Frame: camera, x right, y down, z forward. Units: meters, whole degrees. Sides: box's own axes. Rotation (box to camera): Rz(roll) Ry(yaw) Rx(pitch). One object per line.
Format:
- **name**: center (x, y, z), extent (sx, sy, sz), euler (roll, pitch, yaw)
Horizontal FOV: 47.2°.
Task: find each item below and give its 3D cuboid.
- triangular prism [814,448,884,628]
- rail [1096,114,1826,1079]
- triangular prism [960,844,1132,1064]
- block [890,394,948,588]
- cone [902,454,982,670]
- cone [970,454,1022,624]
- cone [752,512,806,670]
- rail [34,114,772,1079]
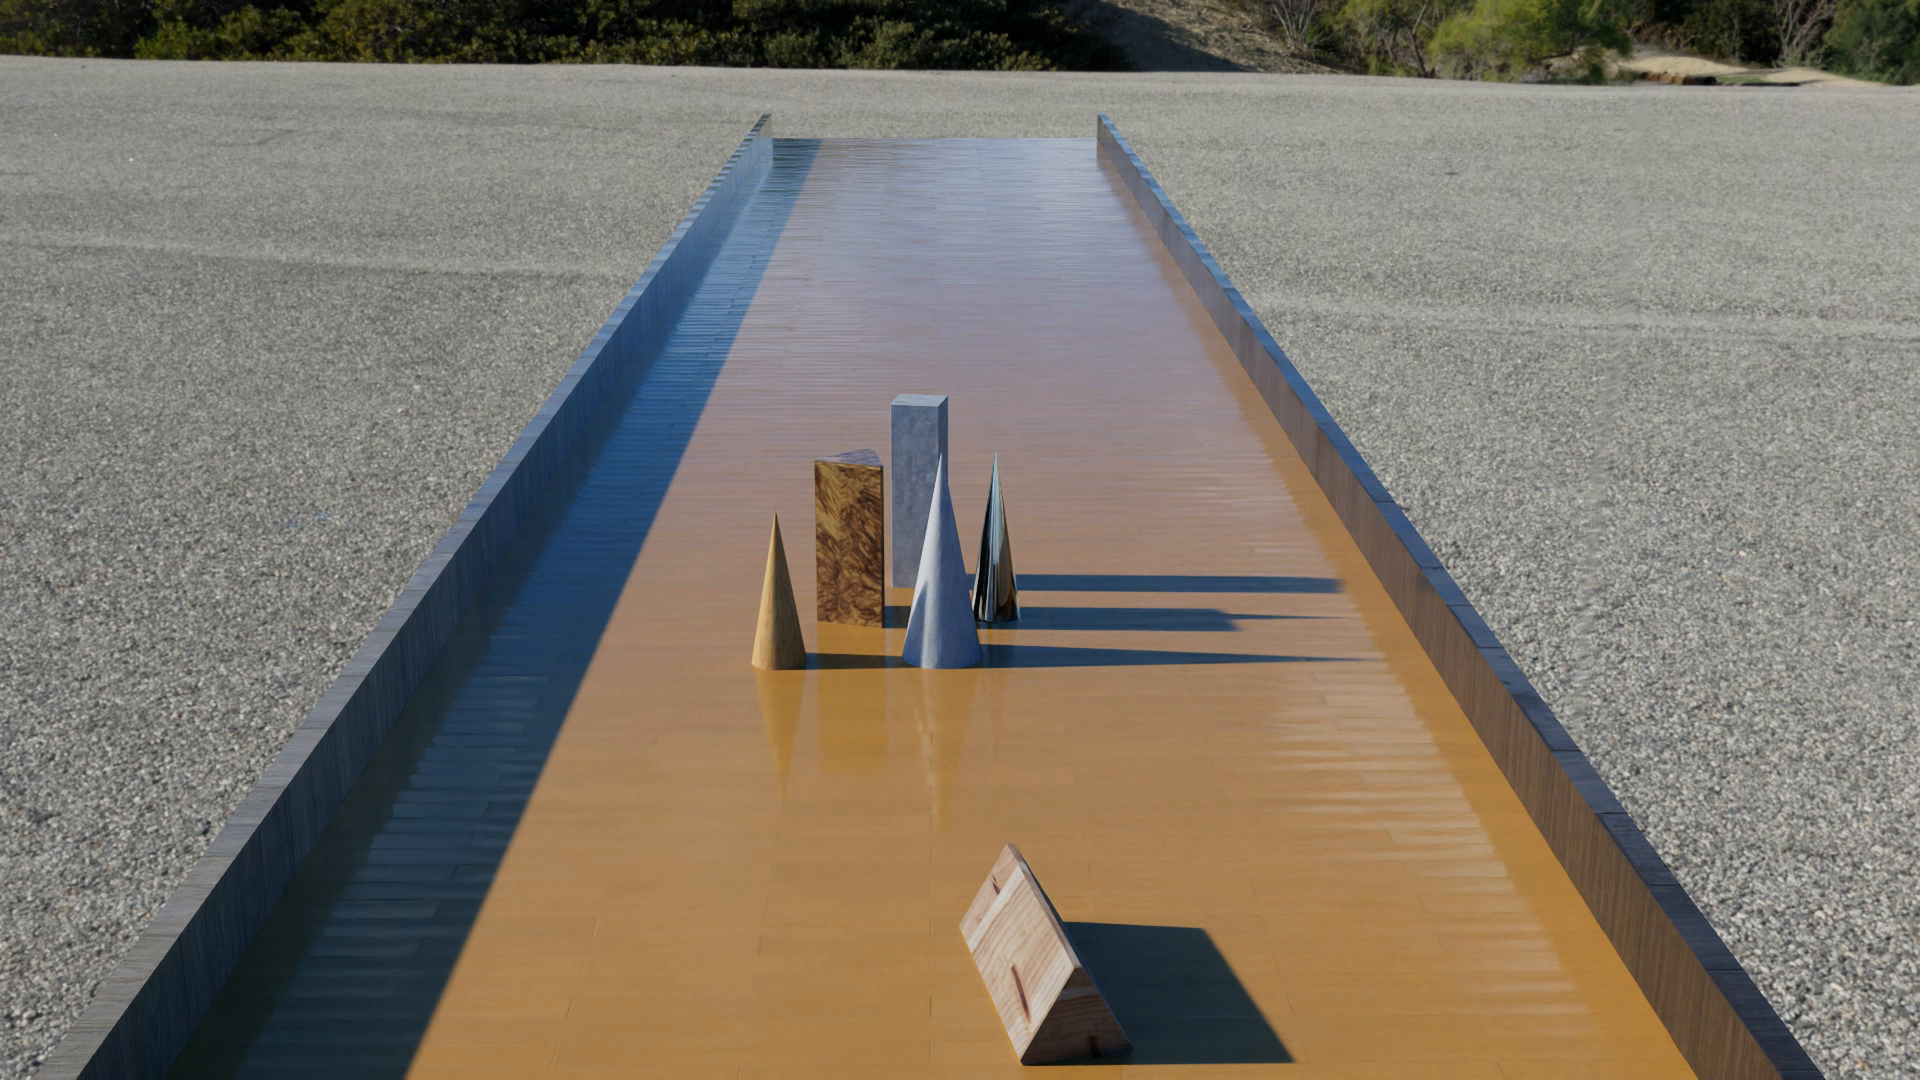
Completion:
- **triangular prism**: center (-0.210, -0.008, 4.640), extent (0.152, 0.350, 0.131), euler (6, 17, 18)
- **rail**: center (0.932, -0.844, 7.801), extent (0.050, 0.150, 12.000), euler (0, 17, -1)
- **triangular prism**: center (0.115, 0.566, 3.079), extent (0.153, 0.132, 0.399), euler (-3, 17, -11)
- **block**: center (-0.089, -0.106, 4.856), extent (0.106, 0.415, 0.106), euler (3, 17, 10)
- **cone**: center (-0.036, 0.030, 4.381), extent (0.161, 0.425, 0.161), euler (0, 17, 0)
- **cone**: center (0.074, -0.014, 4.640), extent (0.113, 0.361, 0.113), euler (0, 17, 0)
- **cone**: center (-0.362, 0.091, 4.366), extent (0.111, 0.317, 0.111), euler (0, 17, 0)
- **rail**: center (-1.118, -0.838, 7.780), extent (0.050, 0.150, 12.000), euler (0, 17, -1)
